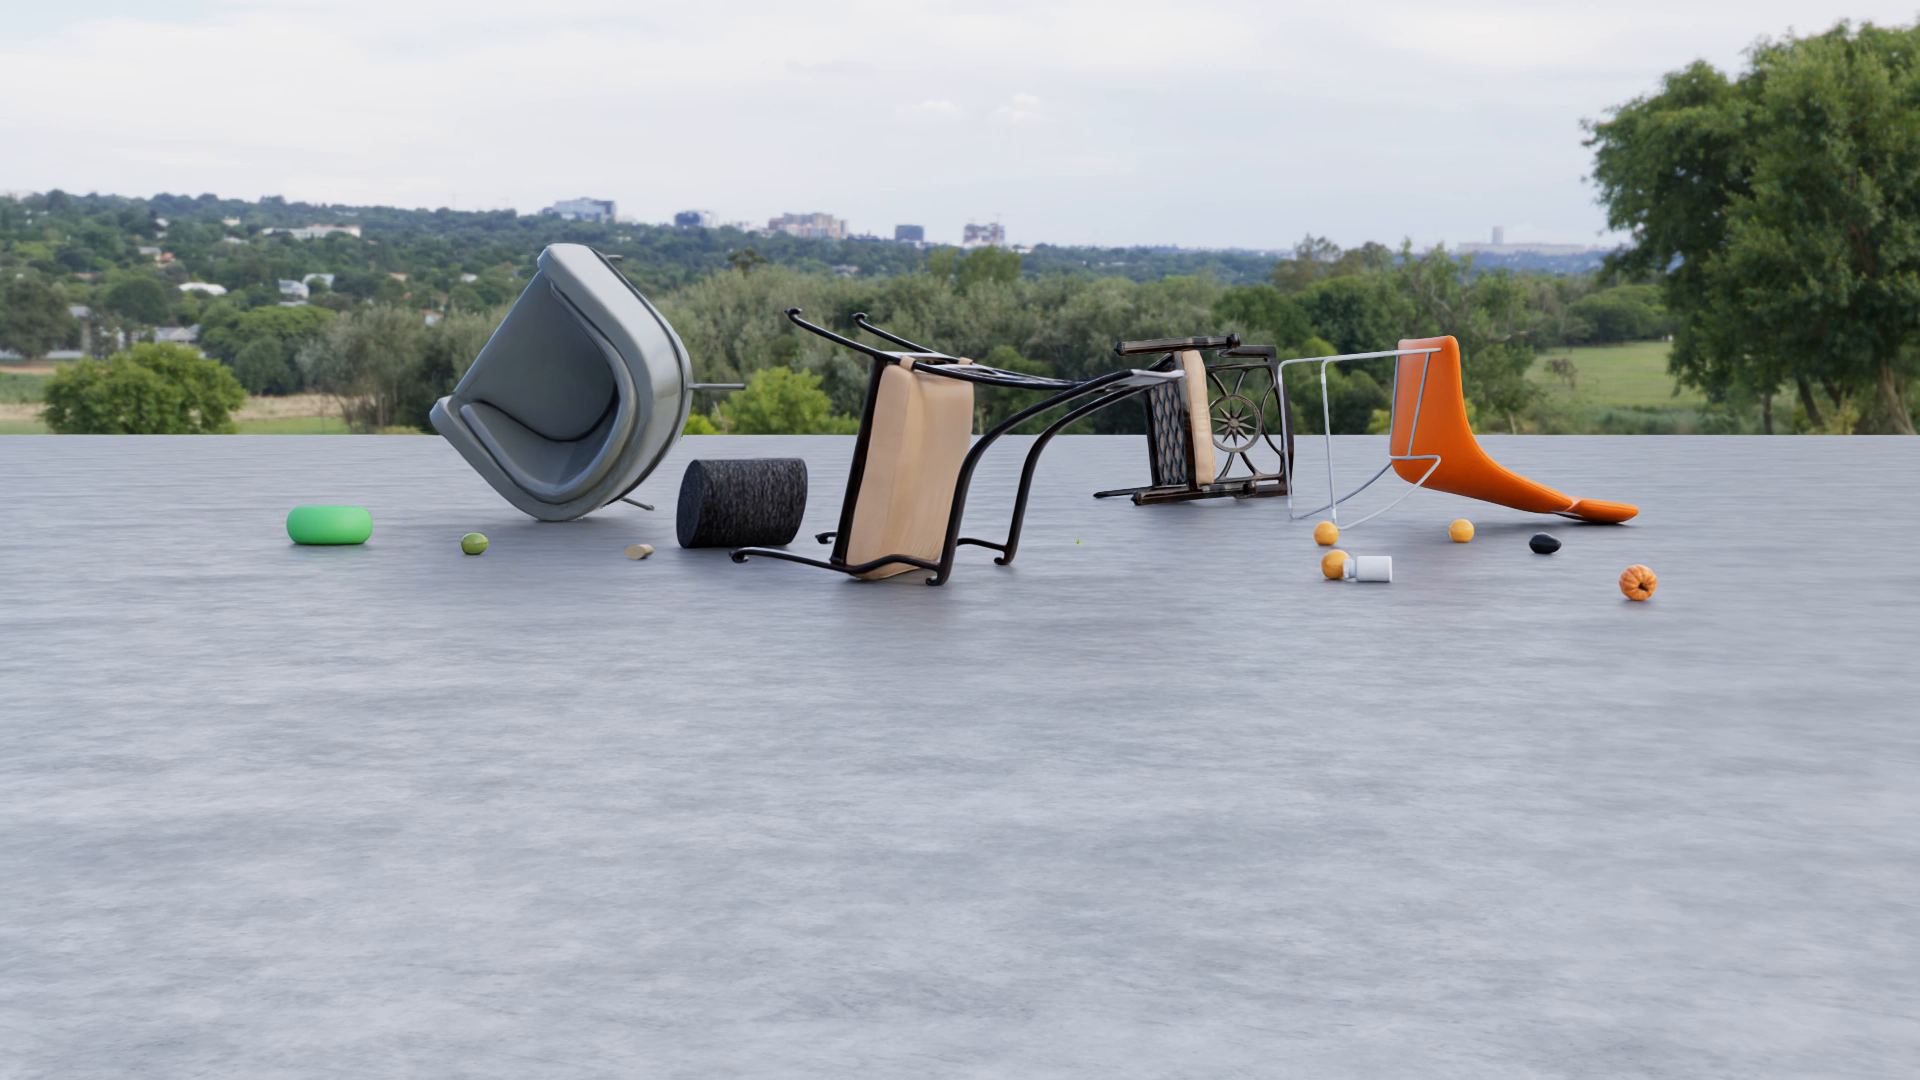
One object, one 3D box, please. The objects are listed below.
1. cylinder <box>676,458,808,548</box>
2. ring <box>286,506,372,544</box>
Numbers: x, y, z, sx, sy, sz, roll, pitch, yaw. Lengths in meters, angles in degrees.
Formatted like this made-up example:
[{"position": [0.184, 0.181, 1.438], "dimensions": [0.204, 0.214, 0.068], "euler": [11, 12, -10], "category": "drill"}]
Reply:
[{"position": [-0.618, -0.105, 6.218], "dimensions": [0.304, 0.186, 0.320], "euler": [-2, -38, -23], "category": "cylinder"}, {"position": [-1.838, -0.044, 6.410], "dimensions": [0.282, 0.109, 0.220], "euler": [2, 3, 38], "category": "ring"}]
